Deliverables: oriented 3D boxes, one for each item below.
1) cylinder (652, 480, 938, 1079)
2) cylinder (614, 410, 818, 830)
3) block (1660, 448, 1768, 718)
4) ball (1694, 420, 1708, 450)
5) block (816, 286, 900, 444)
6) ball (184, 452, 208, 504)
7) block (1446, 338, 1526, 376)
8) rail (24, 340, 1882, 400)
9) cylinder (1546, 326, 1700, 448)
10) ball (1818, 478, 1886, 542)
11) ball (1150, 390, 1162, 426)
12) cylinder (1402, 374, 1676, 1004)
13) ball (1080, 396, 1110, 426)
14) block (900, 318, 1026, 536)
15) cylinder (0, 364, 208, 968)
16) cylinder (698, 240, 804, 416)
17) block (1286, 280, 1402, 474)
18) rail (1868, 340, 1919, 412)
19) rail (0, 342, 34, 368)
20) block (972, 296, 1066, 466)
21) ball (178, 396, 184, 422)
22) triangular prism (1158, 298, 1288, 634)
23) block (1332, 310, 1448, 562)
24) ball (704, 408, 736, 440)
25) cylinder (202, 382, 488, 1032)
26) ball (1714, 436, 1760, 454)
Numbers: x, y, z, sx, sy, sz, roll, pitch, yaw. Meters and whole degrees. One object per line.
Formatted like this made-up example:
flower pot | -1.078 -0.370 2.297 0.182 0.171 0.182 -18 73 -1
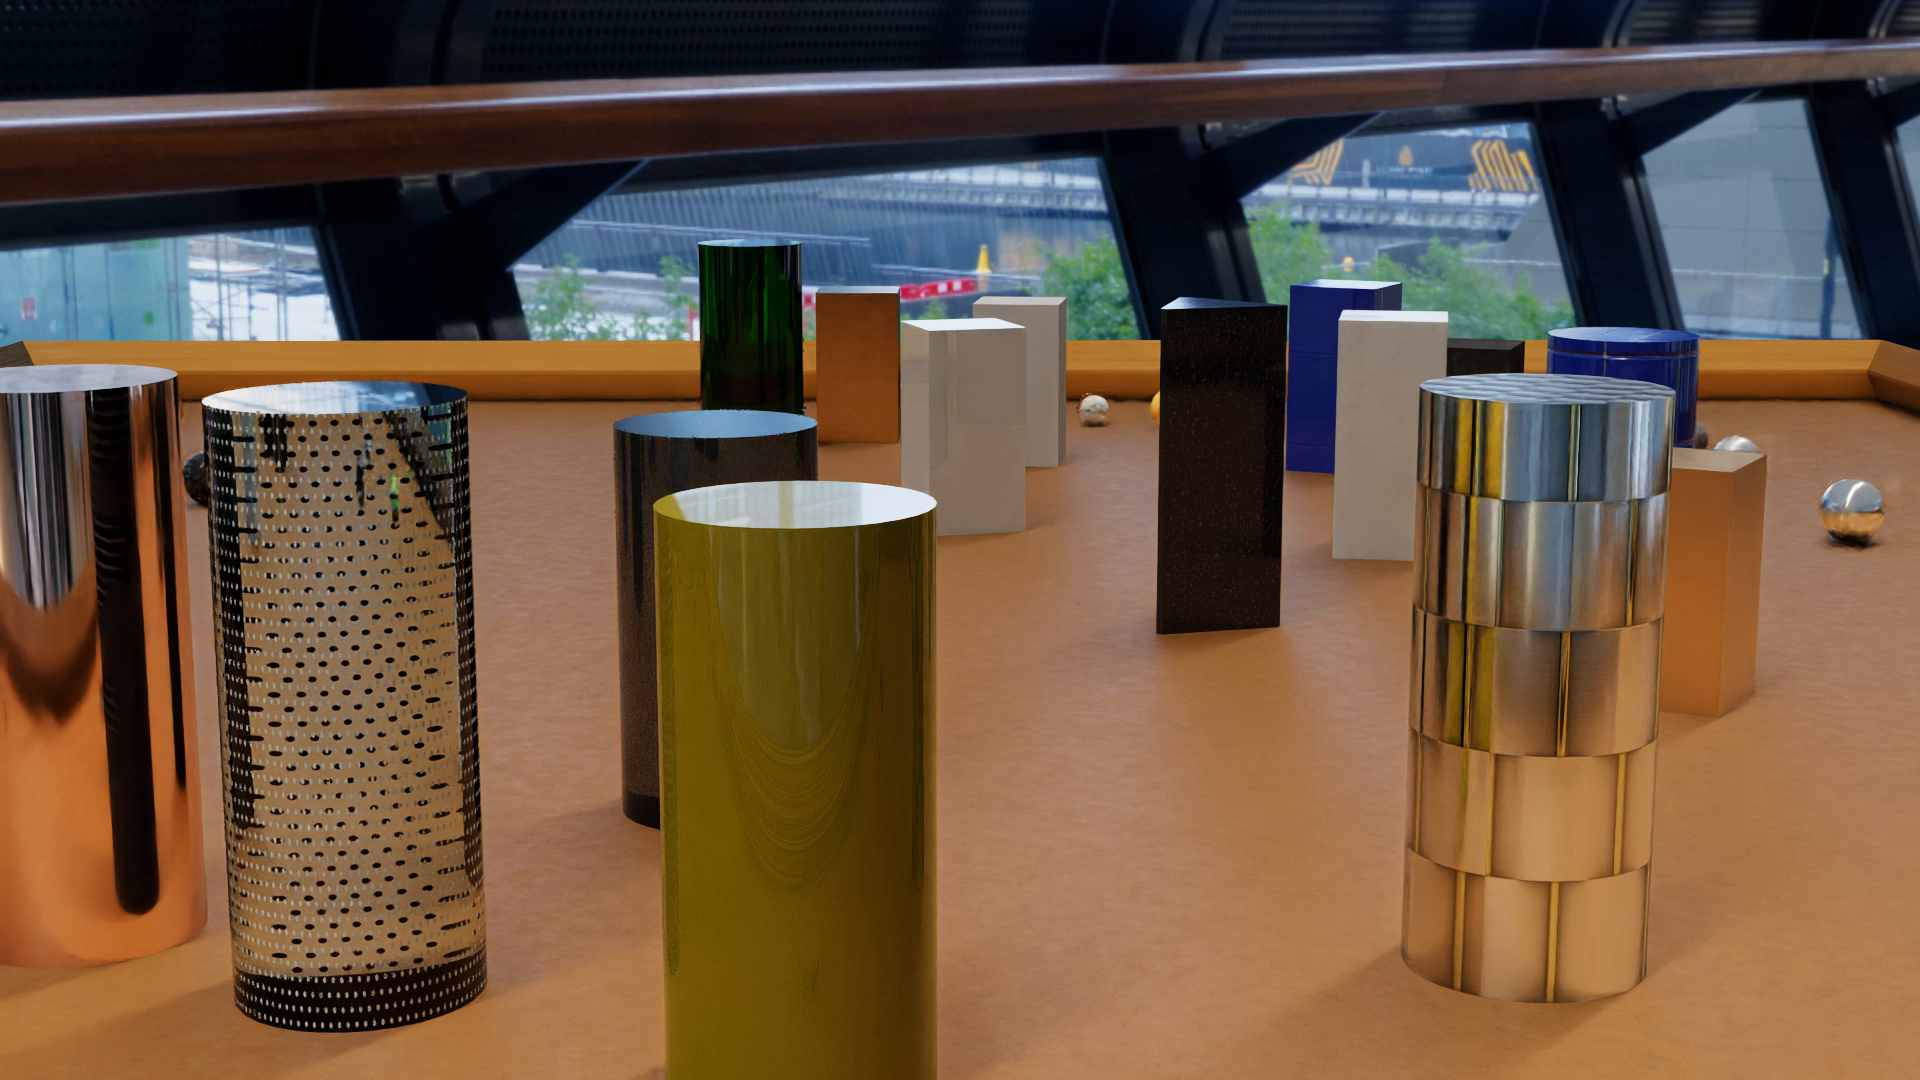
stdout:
cylinder | -0.115 0.183 1.831 0.198 0.425 0.198 0 10 0
cylinder | -0.237 0.076 2.523 0.198 0.384 0.198 0 10 0
block | 0.829 0.044 2.977 0.158 0.281 0.158 6 12 30
ball | 1.345 -0.186 4.760 0.083 0.083 0.083 0 10 0
block | -0.199 -0.347 5.054 0.158 0.293 0.158 0 10 1
ball | -1.257 -0.104 4.300 0.091 0.091 0.091 0 10 0
block | 0.865 -0.204 4.369 0.158 0.262 0.158 4 11 21
rail | -0.013 -0.371 5.633 4.094 0.129 0.045 0 10 0
cylinder | 0.886 -0.092 3.461 0.198 0.372 0.198 0 10 0
ball | 1.377 -0.045 3.959 0.099 0.099 0.099 0 10 0
ball | 0.428 -0.266 5.186 0.086 0.086 0.086 0 10 0
cylinder | 0.464 0.113 2.072 0.198 0.474 0.198 0 10 0
ball | 0.275 -0.266 5.253 0.062 0.062 0.062 0 10 0
block | 0.004 -0.182 4.083 0.158 0.323 0.158 -3 11 -17
cylinder | -0.746 0.099 2.150 0.198 0.473 0.198 0 10 0
cylinder | -0.400 -0.372 4.914 0.198 0.393 0.198 0 10 0
block | 0.700 -0.298 4.677 0.158 0.336 0.158 5 12 27
rail | 2.023 0.031 3.460 0.045 0.129 4.490 0 10 0
rail | -2.023 0.035 3.437 0.045 0.129 4.490 0 10 0
block | 0.112 -0.296 4.771 0.158 0.297 0.158 1 11 7
ball | -1.608 -0.262 5.173 0.084 0.084 0.084 0 10 0
triangular prism | 0.319 -0.103 3.382 0.171 0.422 0.148 -3 11 -16
block | 0.649 -0.160 3.868 0.158 0.357 0.158 2 11 10
ball | -0.472 -0.230 5.056 0.062 0.062 0.062 0 10 0
cylinder | -0.478 0.124 2.010 0.198 0.476 0.198 0 10 0
ball | 1.367 -0.142 4.524 0.083 0.083 0.083 0 10 0
